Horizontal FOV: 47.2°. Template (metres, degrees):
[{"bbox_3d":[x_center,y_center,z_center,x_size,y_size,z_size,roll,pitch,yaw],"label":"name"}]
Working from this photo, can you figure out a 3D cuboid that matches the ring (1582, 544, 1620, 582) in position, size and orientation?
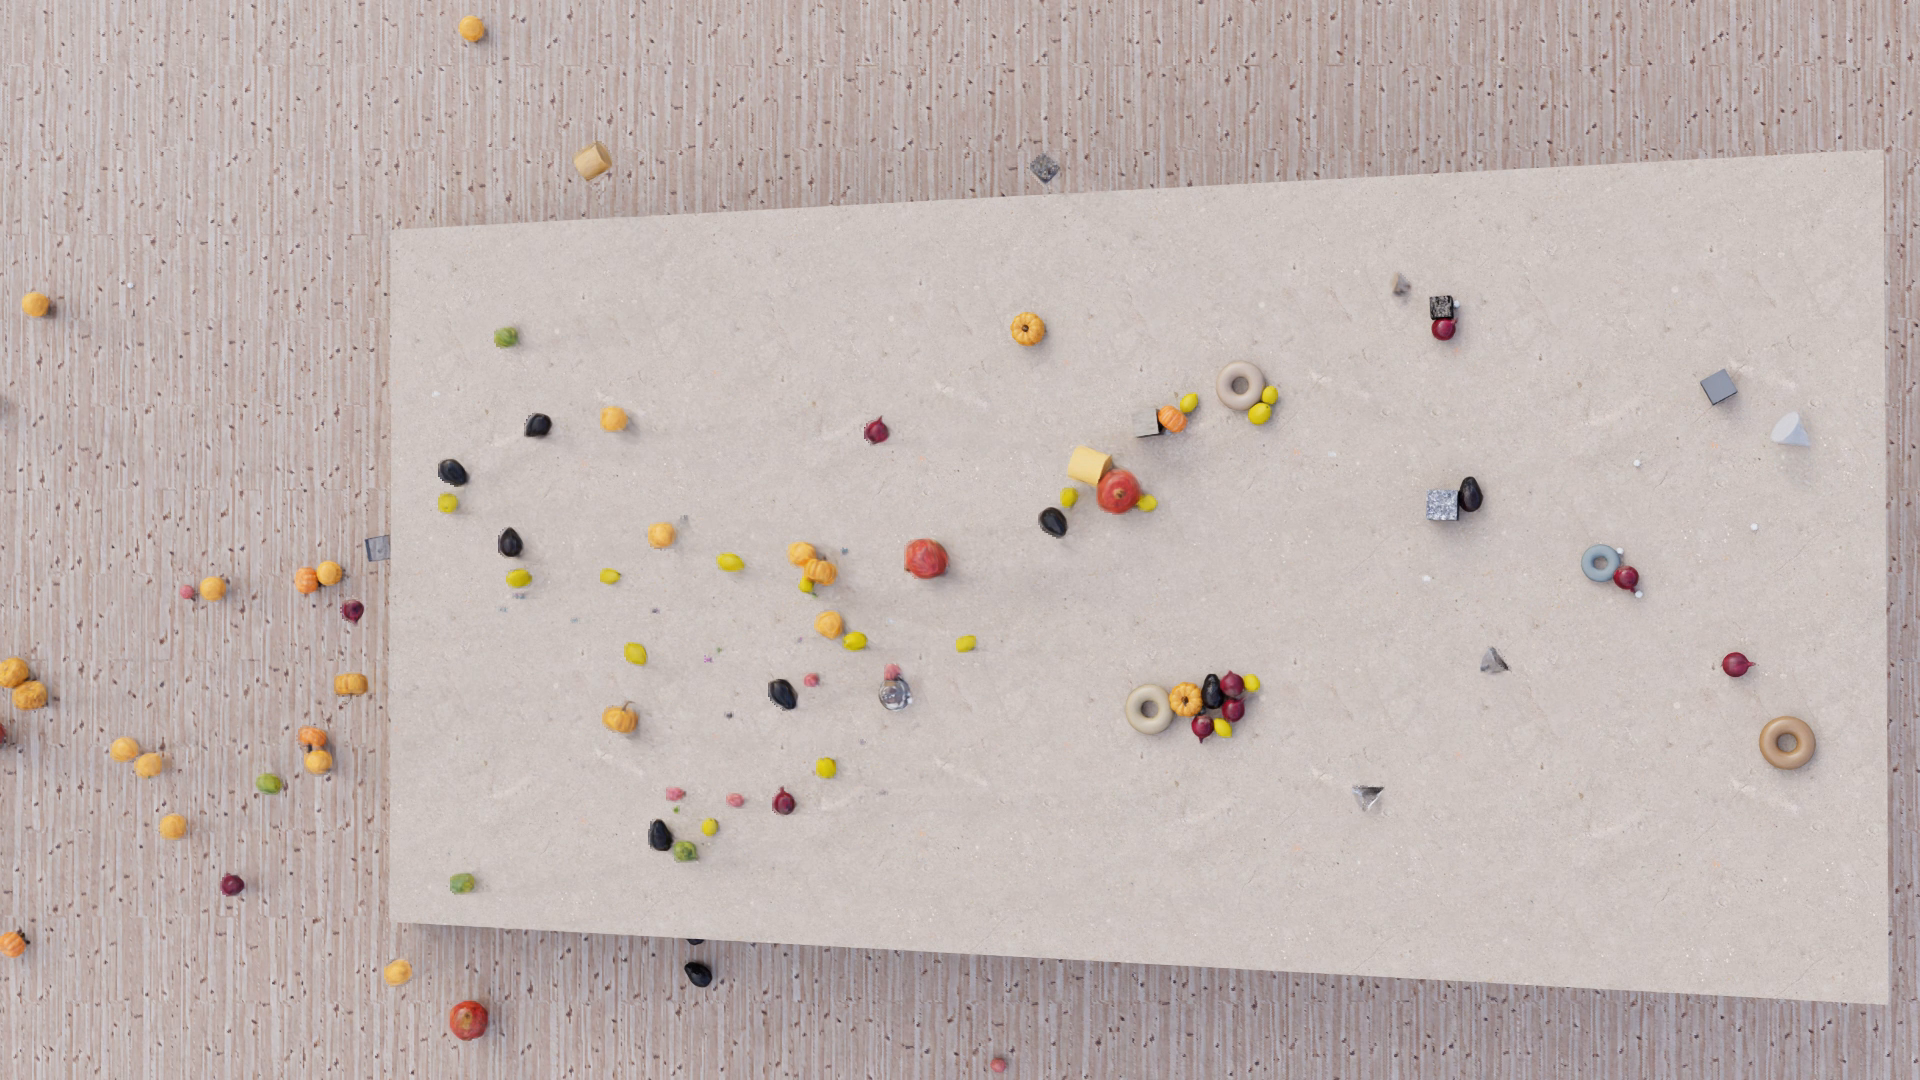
[{"bbox_3d":[1.551,0.056,5.322,0.092,0.031,0.092,0,89,17],"label":"ring"}]

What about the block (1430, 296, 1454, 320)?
[{"bbox_3d":[1.190,-0.574,5.435,0.052,0.052,0.052,-2,89,18],"label":"block"}]

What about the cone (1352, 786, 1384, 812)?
[{"bbox_3d":[1.027,0.631,5.480,0.072,0.072,0.072,-23,89,-11],"label":"cone"}]

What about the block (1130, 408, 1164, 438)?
[{"bbox_3d":[0.481,-0.300,5.650,0.065,0.065,0.065,-7,87,17],"label":"block"}]

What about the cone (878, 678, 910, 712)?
[{"bbox_3d":[-0.189,0.412,5.840,0.091,0.091,0.091,0,89,18],"label":"cone"}]

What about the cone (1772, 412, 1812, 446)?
[{"bbox_3d":[1.978,-0.245,5.186,0.084,0.084,0.084,33,89,-12],"label":"cone"}]

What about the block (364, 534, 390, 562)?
[{"bbox_3d":[-1.691,0.025,6.420,0.067,0.067,0.067,-11,89,0],"label":"block"}]

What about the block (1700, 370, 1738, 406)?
[{"bbox_3d":[1.805,-0.364,5.231,0.062,0.062,0.062,-30,81,15],"label":"block"}]

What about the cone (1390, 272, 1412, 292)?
[{"bbox_3d":[1.104,-0.636,5.478,0.051,0.051,0.051,13,89,-9],"label":"cone"}]

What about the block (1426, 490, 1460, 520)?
[{"bbox_3d":[1.190,-0.086,5.417,0.073,0.073,0.073,2,90,18],"label":"block"}]

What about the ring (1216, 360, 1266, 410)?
[{"bbox_3d":[0.713,-0.392,5.590,0.128,0.043,0.128,0,90,17],"label":"ring"}]

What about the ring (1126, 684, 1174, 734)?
[{"bbox_3d":[0.488,0.435,5.650,0.130,0.043,0.130,0,89,16],"label":"ring"}]

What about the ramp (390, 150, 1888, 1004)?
[{"bbox_3d":[0.275,0.093,5.797,4.000,0.100,2.000,0,89,18],"label":"ramp"}]

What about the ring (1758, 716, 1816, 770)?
[{"bbox_3d":[1.950,0.478,5.183,0.127,0.042,0.127,-1,88,17],"label":"ring"}]

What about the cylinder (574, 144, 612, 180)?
[{"bbox_3d":[-1.030,-1.061,6.171,0.077,0.077,0.077,-19,89,27],"label":"cylinder"}]

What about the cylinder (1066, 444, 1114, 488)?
[{"bbox_3d":[0.336,-0.191,5.683,0.087,0.087,0.087,28,89,26],"label":"cylinder"}]
